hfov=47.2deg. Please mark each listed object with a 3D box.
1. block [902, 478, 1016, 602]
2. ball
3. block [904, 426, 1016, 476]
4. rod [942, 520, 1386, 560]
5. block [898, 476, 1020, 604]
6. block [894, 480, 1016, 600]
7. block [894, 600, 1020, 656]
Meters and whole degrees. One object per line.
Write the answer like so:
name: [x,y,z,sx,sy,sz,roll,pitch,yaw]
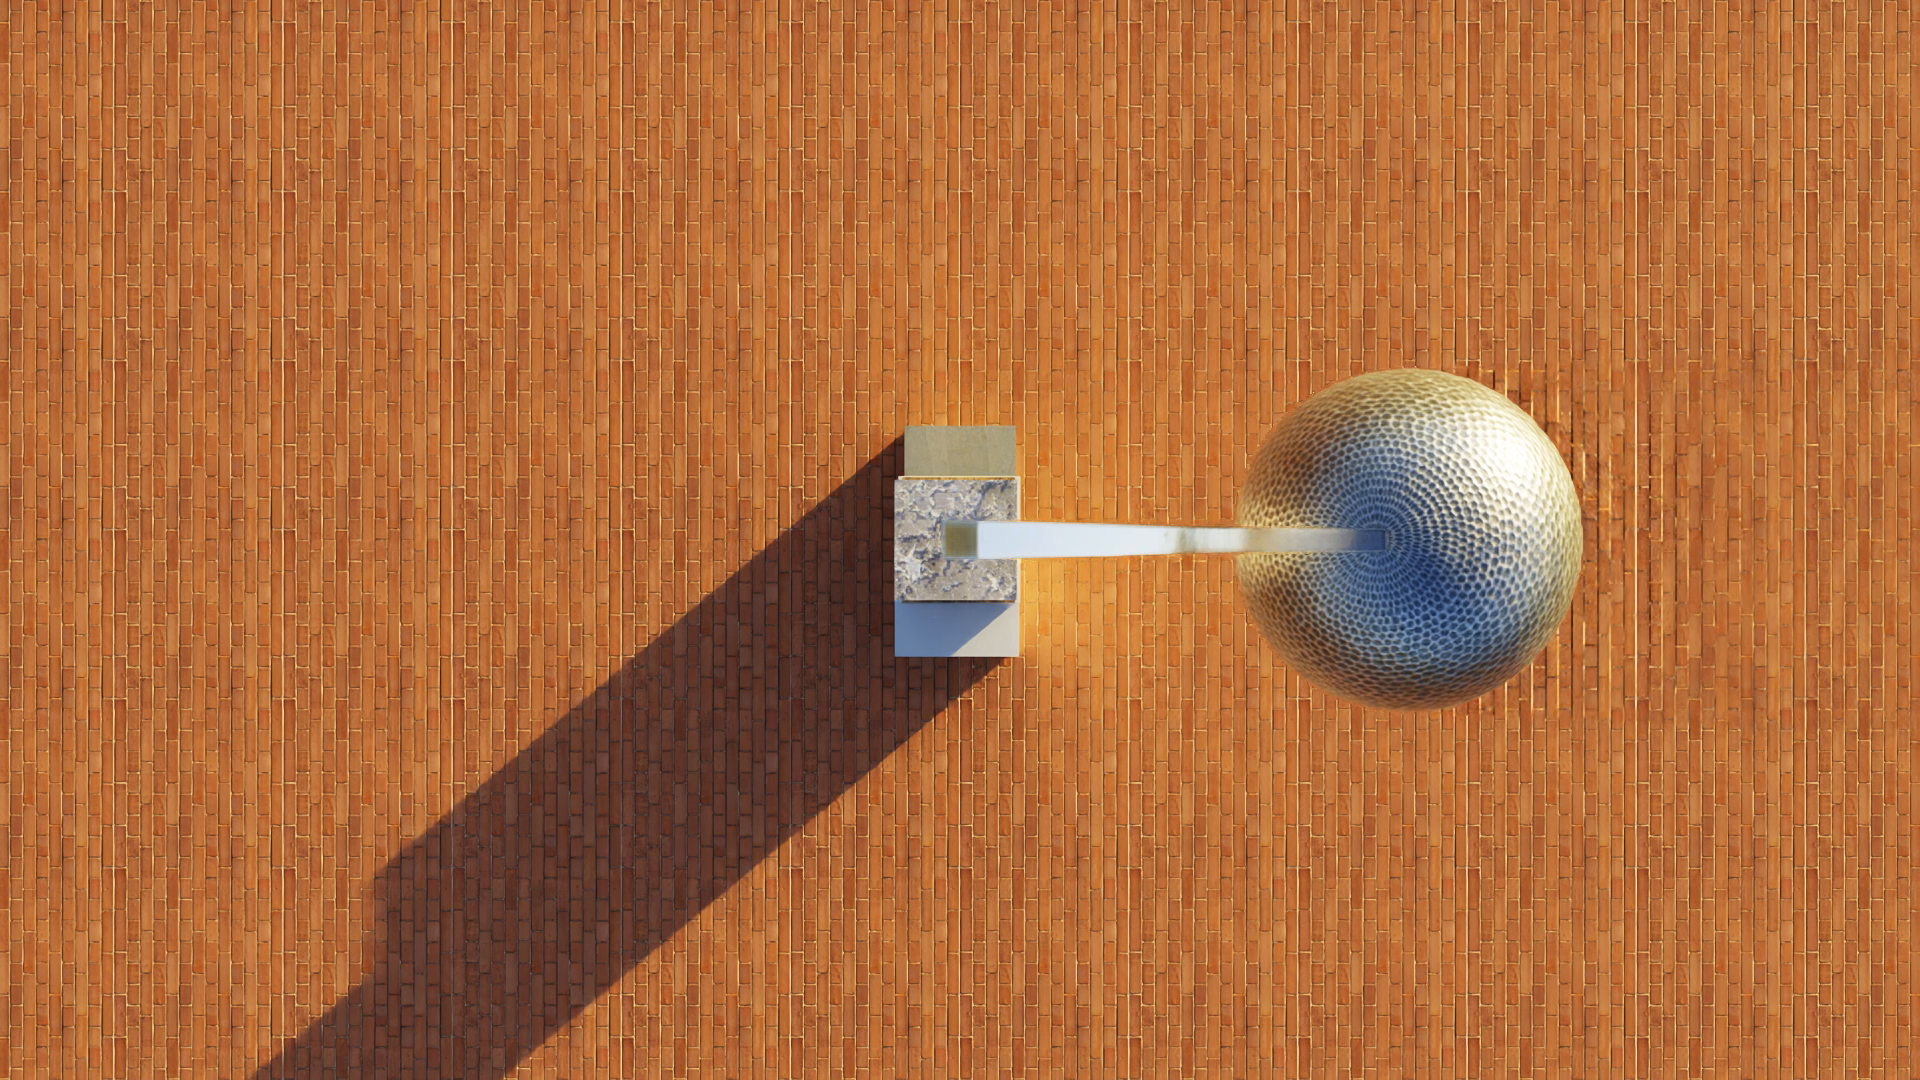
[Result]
block: [-0.007,0.000,10.802,0.539,0.661,0.599,0,90,0]
ball: [2.074,0.000,10.241,1.600,1.600,1.600,0,90,0]
block: [0.001,-0.341,12.746,0.633,0.508,0.617,0,90,0]
rod: [0.899,0.000,7.051,0.080,5.200,0.080,0,90,20]
block: [-0.004,0.000,11.412,0.617,0.557,0.644,0,90,0]
block: [-0.017,0.000,9.301,0.502,0.564,0.493,0,90,0]
block: [-0.017,0.314,12.636,0.694,0.728,0.673,0,90,0]
